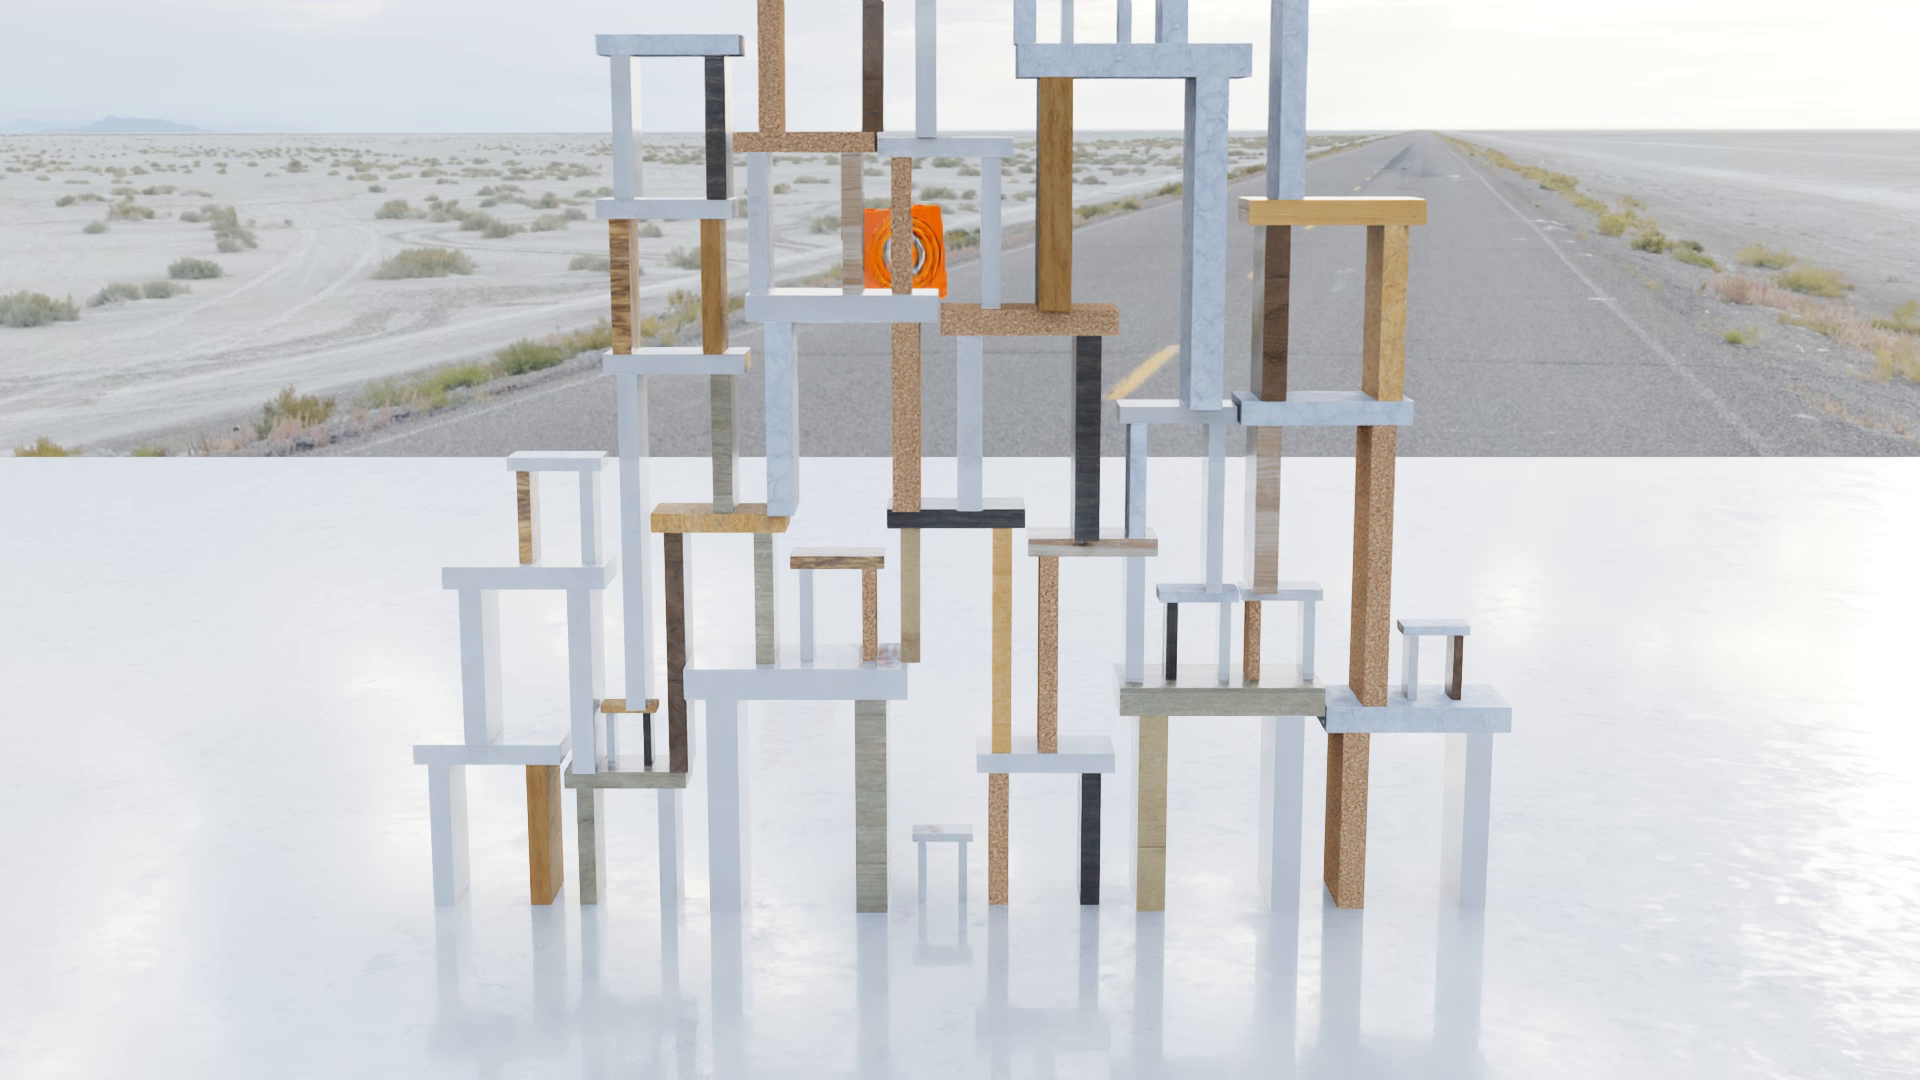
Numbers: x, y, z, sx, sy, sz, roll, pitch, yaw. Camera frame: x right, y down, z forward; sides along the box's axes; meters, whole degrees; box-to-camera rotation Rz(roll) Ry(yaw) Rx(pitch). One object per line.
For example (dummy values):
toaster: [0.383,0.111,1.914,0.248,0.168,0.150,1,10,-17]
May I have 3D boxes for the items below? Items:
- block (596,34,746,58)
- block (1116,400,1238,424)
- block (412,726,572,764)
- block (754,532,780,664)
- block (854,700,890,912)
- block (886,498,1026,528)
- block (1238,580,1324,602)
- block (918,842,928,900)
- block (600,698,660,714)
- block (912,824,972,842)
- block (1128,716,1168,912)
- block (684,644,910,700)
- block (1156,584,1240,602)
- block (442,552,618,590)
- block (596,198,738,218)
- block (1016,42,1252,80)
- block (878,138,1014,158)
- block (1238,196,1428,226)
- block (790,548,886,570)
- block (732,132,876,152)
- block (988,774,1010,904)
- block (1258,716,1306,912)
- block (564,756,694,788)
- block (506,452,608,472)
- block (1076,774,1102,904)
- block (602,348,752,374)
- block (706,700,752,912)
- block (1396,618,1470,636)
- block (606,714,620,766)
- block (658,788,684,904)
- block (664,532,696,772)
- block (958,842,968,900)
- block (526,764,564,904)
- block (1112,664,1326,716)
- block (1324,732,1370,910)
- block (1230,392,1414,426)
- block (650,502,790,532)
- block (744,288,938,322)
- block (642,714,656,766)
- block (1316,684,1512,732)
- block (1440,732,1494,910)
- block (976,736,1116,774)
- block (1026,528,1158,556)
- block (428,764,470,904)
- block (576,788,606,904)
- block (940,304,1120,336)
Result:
block: [-0.448,-0.767,3.412,0.219,0.031,0.109,0,11,-1]
block: [0.345,-0.206,3.519,0.185,0.026,0.093,0,11,0]
block: [-0.768,0.338,3.627,0.239,0.034,0.119,0,11,0]
block: [-0.314,0.084,3.571,0.030,0.214,0.107,0,11,0]
block: [-0.143,0.415,3.634,0.051,0.357,0.179,0,11,0]
block: [-0.006,-0.044,3.555,0.220,0.031,0.110,0,11,0]
block: [0.519,0.083,3.571,0.132,0.019,0.066,0,11,2]
block: [-0.062,0.542,3.655,0.014,0.100,0.050,0,11,0]
block: [-0.542,0.272,3.613,0.090,0.013,0.045,0,11,0]
block: [-0.029,0.486,3.645,0.100,0.014,0.050,0,11,0]
block: [0.311,0.429,3.636,0.047,0.329,0.164,0,11,0]
block: [-0.262,0.214,3.596,0.357,0.051,0.179,0,11,0]
block: [0.386,0.086,3.574,0.129,0.018,0.064,0,11,0]
block: [-0.696,0.049,3.569,0.259,0.037,0.130,0,11,0]
block: [-0.460,-0.522,3.460,0.211,0.030,0.105,0,11,0]
block: [0.265,-0.743,3.416,0.355,0.050,0.177,0,11,0]
block: [-0.022,-0.616,3.448,0.211,0.030,0.105,0,11,0]
block: [0.583,-0.518,3.460,0.274,0.039,0.137,0,11,0]
block: [-0.197,0.030,3.566,0.151,0.021,0.076,0,11,0]
block: [-0.241,-0.622,3.438,0.218,0.031,0.109,0,11,0]
block: [0.064,0.479,3.650,0.032,0.225,0.112,0,11,0]
block: [0.530,0.429,3.636,0.047,0.329,0.164,0,11,0]
block: [-0.545,0.382,3.627,0.198,0.028,0.099,0,11,0]
block: [-0.646,-0.127,3.536,0.150,0.021,0.075,0,11,0]
block: [0.214,0.479,3.650,0.032,0.225,0.113,0,11,0]
block: [-0.450,-0.286,3.510,0.222,0.031,0.111,0,11,0]
block: [-0.381,0.415,3.634,0.051,0.357,0.179,0,11,0]
block: [0.772,0.142,3.585,0.108,0.015,0.054,0,11,0]
block: [-0.572,0.323,3.623,0.013,0.090,0.045,0,11,0]
block: [-0.479,0.493,3.648,0.028,0.198,0.099,0,11,0]
block: [-0.457,0.174,3.588,0.030,0.396,0.107,0,11,0]
block: [0.005,0.542,3.655,0.014,0.100,0.050,0,11,0]
block: [-0.689,0.472,3.652,0.034,0.239,0.119,0,11,0]
block: [0.420,0.245,3.602,0.329,0.047,0.164,0,11,0]
block: [0.639,0.443,3.642,0.042,0.298,0.149,0,11,0]
block: [0.577,-0.211,3.518,0.270,0.038,0.135,0,11,0]
block: [-0.385,-0.036,3.549,0.214,0.030,0.107,0,11,0]
block: [-0.184,-0.373,3.487,0.299,0.042,0.149,0,11,0]
block: [-0.512,0.323,3.623,0.013,0.090,0.045,0,11,0]
block: [0.739,0.276,3.611,0.298,0.042,0.149,0,11,0]
block: [0.838,0.443,3.642,0.042,0.298,0.149,0,11,0]
block: [0.139,0.353,3.626,0.225,0.032,0.113,0,11,0]
block: [0.212,0.003,3.562,0.207,0.029,0.104,0,11,0]
block: [-0.848,0.472,3.652,0.034,0.239,0.119,0,11,0]
block: [-0.611,0.493,3.648,0.028,0.198,0.099,0,11,0]
block: [0.108,-0.351,3.491,0.278,0.039,0.139,0,11,0]
